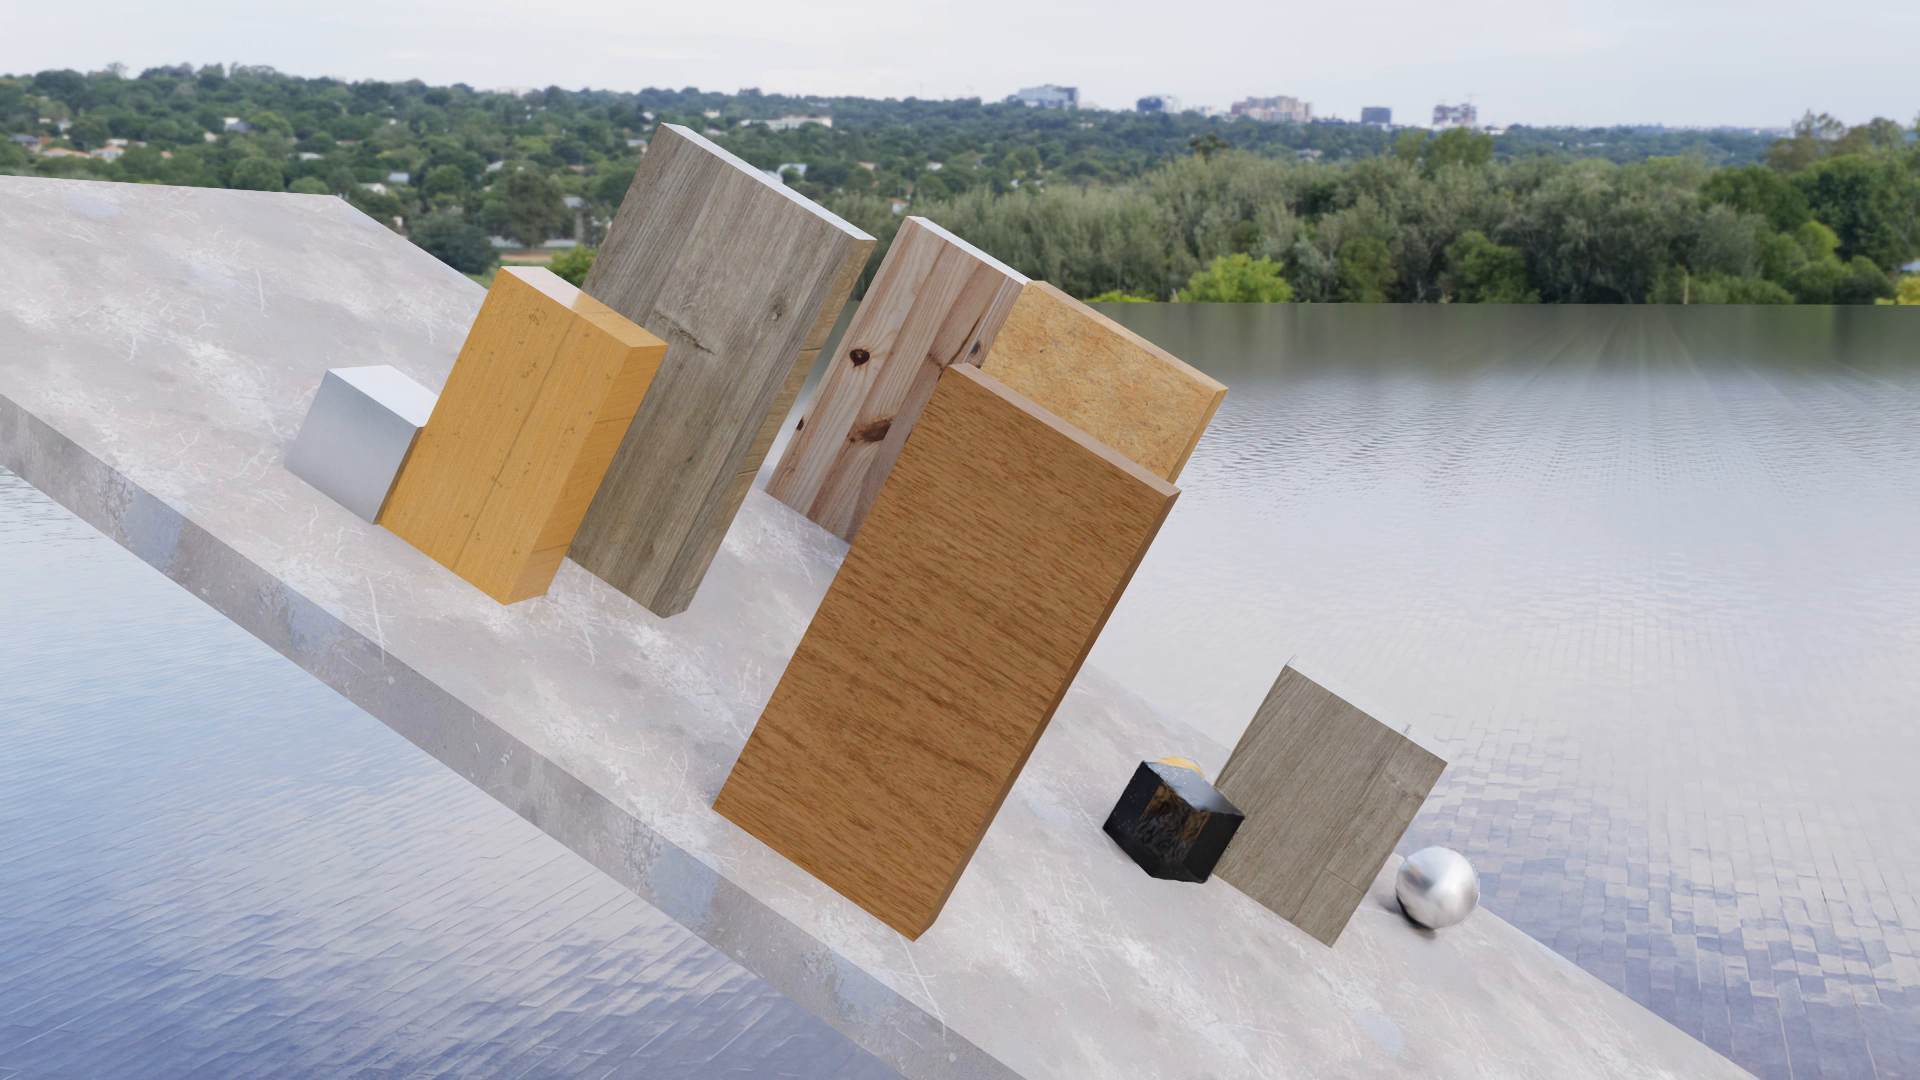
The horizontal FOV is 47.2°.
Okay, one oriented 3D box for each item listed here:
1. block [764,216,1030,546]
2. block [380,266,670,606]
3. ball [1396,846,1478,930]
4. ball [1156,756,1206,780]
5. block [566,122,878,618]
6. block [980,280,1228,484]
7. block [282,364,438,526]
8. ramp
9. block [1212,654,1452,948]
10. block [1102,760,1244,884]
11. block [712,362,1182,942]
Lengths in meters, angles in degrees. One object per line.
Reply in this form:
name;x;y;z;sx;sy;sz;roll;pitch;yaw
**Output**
block;-0.092;-0.312;4.919;0.410;0.704;0.129;32;15;11
block;-0.729;-0.176;3.675;0.264;0.491;0.146;32;15;11
ball;0.974;0.710;4.493;0.167;0.167;0.167;0;7;0
ball;0.414;0.480;4.242;0.124;0.124;0.124;0;7;0
block;-0.513;-0.299;3.941;0.418;0.772;0.103;32;15;11
block;0.157;-0.083;4.473;0.438;0.766;0.134;32;15;11
block;-0.990;-0.165;3.755;0.191;0.191;0.191;32;15;11
ramp;-0.199;0.329;4.136;4.000;0.100;2.000;32;15;11
block;0.666;0.491;4.153;0.344;0.421;0.116;32;15;11
block;0.395;0.523;4.073;0.153;0.153;0.153;14;20;-44
block;-0.029;0.168;3.245;0.368;0.771;0.099;32;15;11
